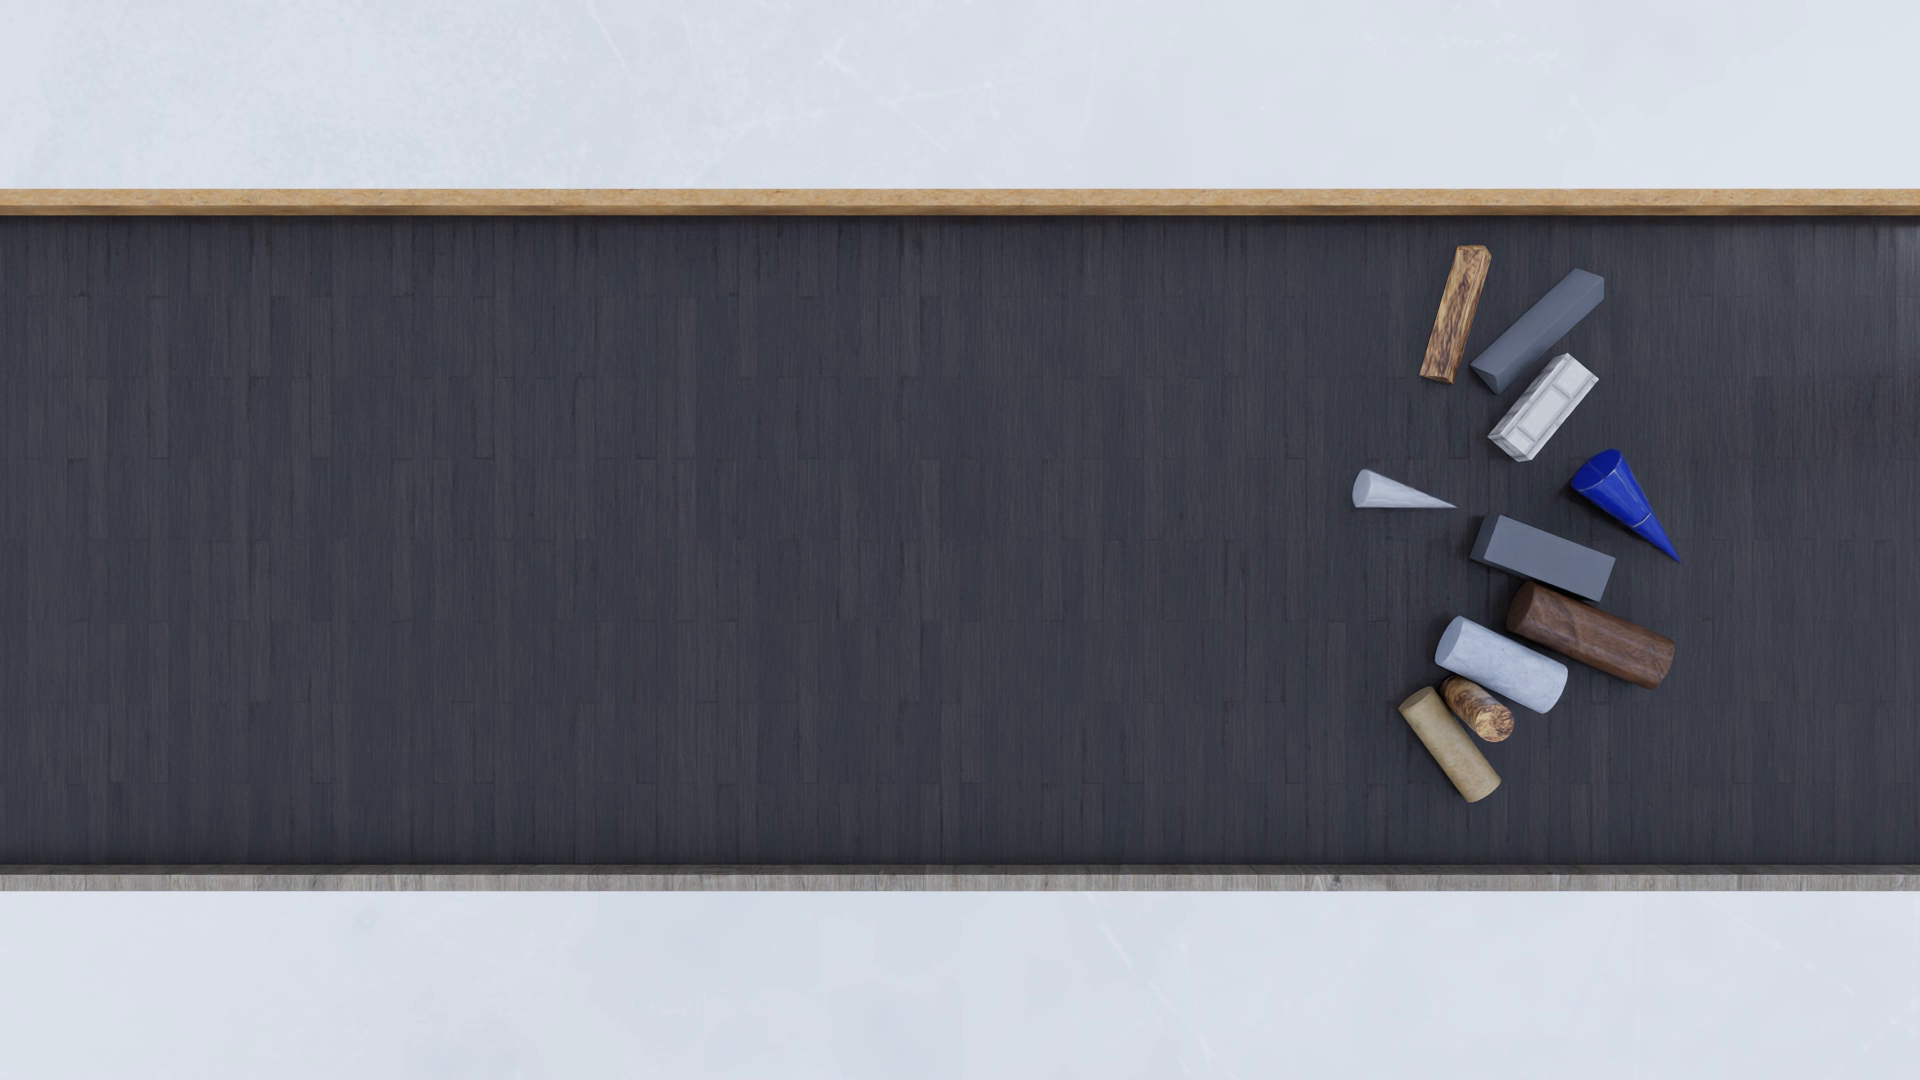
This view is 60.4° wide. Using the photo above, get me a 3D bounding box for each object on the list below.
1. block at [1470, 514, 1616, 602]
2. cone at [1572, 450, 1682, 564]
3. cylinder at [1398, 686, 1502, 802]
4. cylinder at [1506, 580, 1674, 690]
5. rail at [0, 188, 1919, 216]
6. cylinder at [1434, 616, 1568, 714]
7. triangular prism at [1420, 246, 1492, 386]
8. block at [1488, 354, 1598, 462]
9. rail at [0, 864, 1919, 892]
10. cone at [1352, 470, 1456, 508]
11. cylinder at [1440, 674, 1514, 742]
[{"bbox_3d":[1.765,0.055,5.006,0.371,0.140,0.140,21,90,0],"label":"block"},{"bbox_3d":[2.075,-0.068,5.034,0.426,0.172,0.172,44,90,-12],"label":"cone"},{"bbox_3d":[1.489,0.621,5.015,0.123,0.123,0.348,-37,90,0],"label":"cylinder"},{"bbox_3d":[1.905,0.287,4.992,0.455,0.169,0.169,23,90,0],"label":"cylinder"},{"bbox_3d":[-2.247,-1.025,5.002,12.000,0.150,0.050,0,90,0],"label":"rail"},{"bbox_3d":[1.637,0.377,4.995,0.348,0.163,0.163,25,90,0],"label":"cylinder"},{"bbox_3d":[1.524,-0.690,5.027,0.109,0.094,0.414,16,90,0],"label":"triangular prism"},{"bbox_3d":[1.771,-0.401,5.015,0.123,0.123,0.316,40,90,0],"label":"block"},{"bbox_3d":[-2.247,1.025,5.001,12.000,0.150,0.050,0,90,0],"label":"rail"},{"bbox_3d":[1.377,-0.128,5.047,0.323,0.119,0.119,11,90,-11],"label":"cone"},{"bbox_3d":[1.526,0.495,4.882,0.110,0.377,0.110,0,98,1],"label":"cylinder"}]
